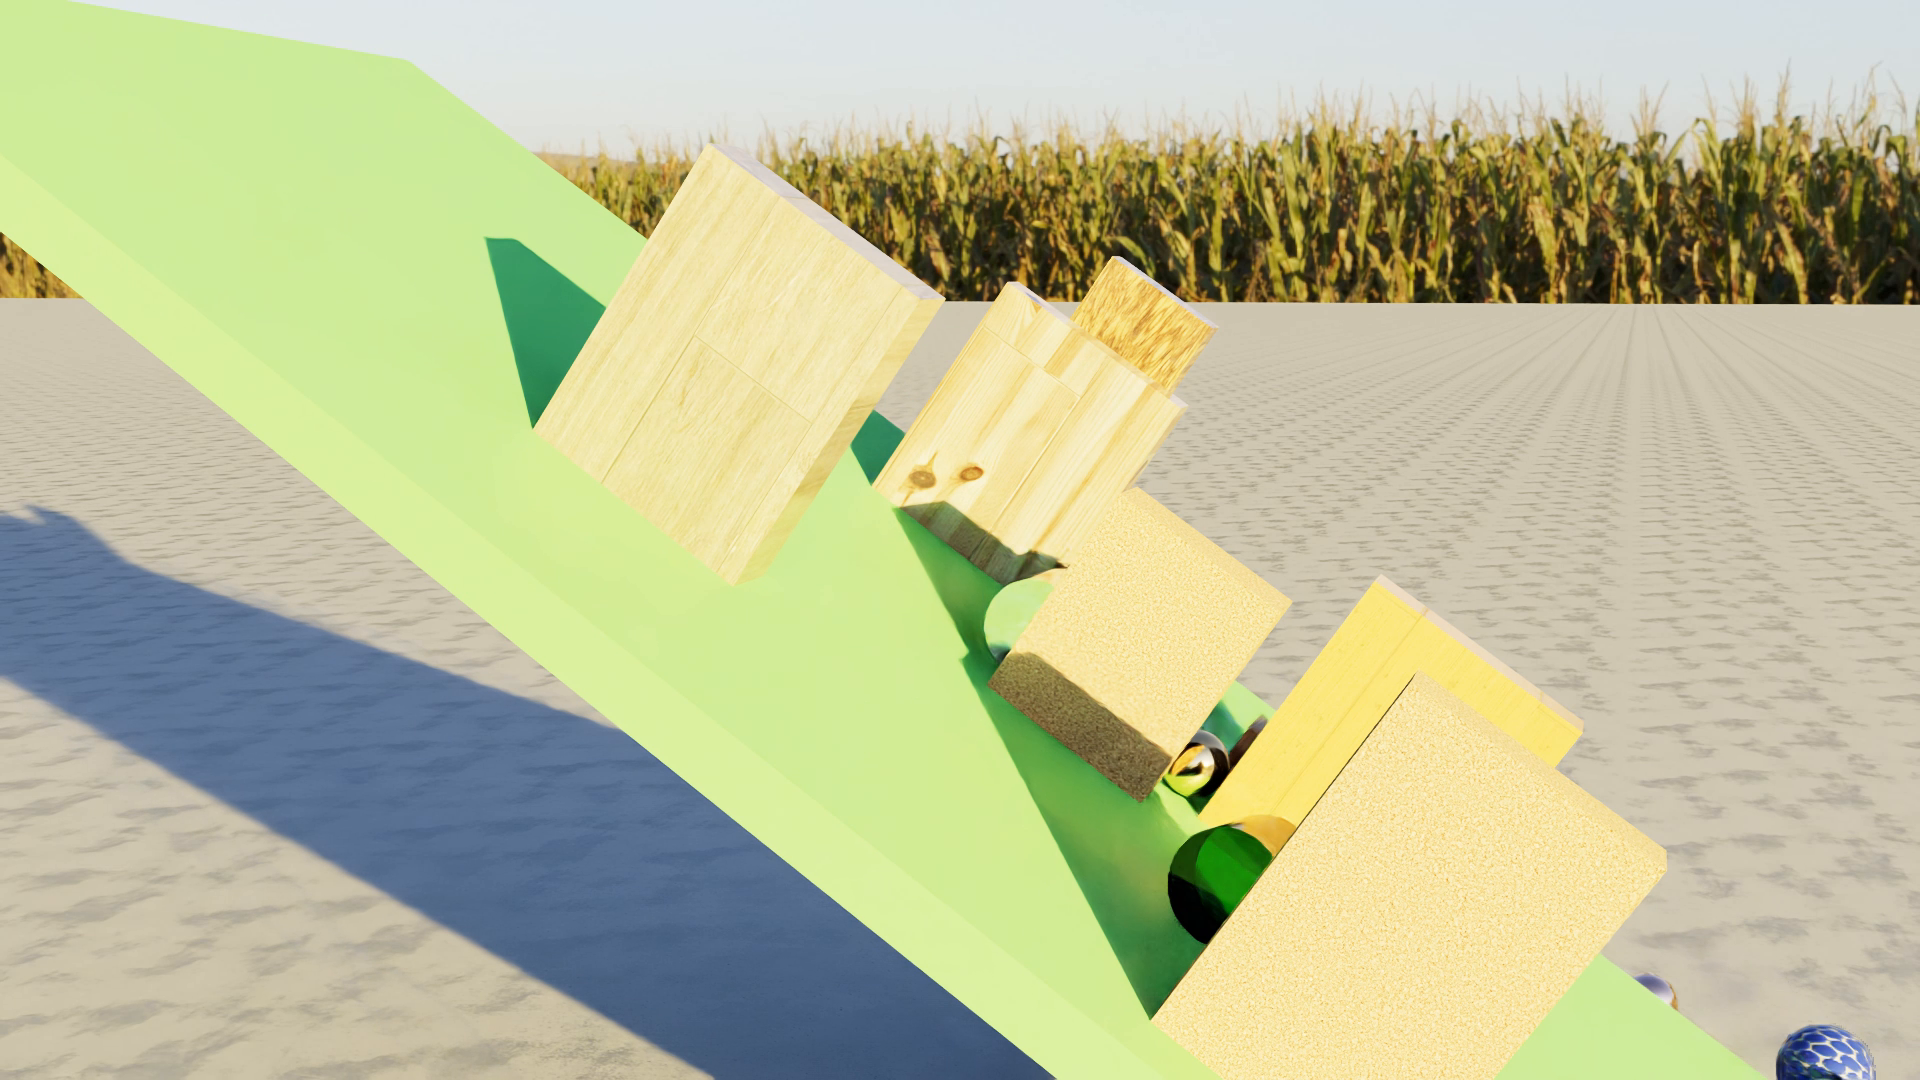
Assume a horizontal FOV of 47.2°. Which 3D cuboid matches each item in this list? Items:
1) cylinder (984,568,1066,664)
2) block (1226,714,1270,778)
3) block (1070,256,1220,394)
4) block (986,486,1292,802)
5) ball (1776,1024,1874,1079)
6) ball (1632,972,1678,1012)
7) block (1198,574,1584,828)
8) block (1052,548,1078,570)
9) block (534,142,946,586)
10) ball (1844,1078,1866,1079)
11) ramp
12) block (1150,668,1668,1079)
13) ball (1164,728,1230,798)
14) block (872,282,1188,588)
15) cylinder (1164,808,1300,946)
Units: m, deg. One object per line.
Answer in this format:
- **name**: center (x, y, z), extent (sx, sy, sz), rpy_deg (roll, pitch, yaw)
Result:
- **cylinder**: center (0.163, 0.156, 4.127), extent (0.186, 0.186, 0.186), rpy_deg (2, 6, 19)
- **block**: center (0.583, 0.440, 4.230), extent (0.134, 0.134, 0.134), rpy_deg (37, 16, 11)
- **block**: center (0.258, -0.266, 4.721), extent (0.260, 0.646, 0.082), rpy_deg (37, 16, 10)
- **block**: center (0.317, 0.184, 3.904), extent (0.344, 0.426, 0.134), rpy_deg (37, 16, 10)
- **ball**: center (1.902, 1.167, 4.839), extent (0.202, 0.202, 0.202), rpy_deg (0, 7, 0)
- **ball**: center (1.679, 1.132, 5.375), extent (0.145, 0.145, 0.145), rpy_deg (0, 7, 0)
- **block**: center (0.762, 0.411, 3.919), extent (0.435, 0.541, 0.097), rpy_deg (37, 16, 10)
- **block**: center (0.256, 0.157, 4.336), extent (0.174, 0.174, 0.174), rpy_deg (27, 17, -25)
- **block**: center (-0.370, -0.289, 3.636), extent (0.438, 0.572, 0.132), rpy_deg (37, 16, 10)
- **ball**: center (1.901, 1.205, 4.656), extent (0.132, 0.132, 0.132), rpy_deg (0, 7, 0)
- **ramp**: center (-0.097, 0.171, 4.085), extent (4.000, 0.100, 2.000), rpy_deg (37, 16, 10)
- **block**: center (0.613, 0.551, 3.045), extent (0.408, 0.617, 0.106), rpy_deg (37, 16, 10)
- **ball**: center (0.431, 0.409, 4.028), extent (0.126, 0.126, 0.126), rpy_deg (0, 7, 0)
- **block**: center (0.139, -0.191, 4.499), extent (0.435, 0.514, 0.085), rpy_deg (37, 16, 10)
- **cylinder**: center (0.457, 0.545, 3.524), extent (0.192, 0.192, 0.192), rpy_deg (4, 11, 32)
